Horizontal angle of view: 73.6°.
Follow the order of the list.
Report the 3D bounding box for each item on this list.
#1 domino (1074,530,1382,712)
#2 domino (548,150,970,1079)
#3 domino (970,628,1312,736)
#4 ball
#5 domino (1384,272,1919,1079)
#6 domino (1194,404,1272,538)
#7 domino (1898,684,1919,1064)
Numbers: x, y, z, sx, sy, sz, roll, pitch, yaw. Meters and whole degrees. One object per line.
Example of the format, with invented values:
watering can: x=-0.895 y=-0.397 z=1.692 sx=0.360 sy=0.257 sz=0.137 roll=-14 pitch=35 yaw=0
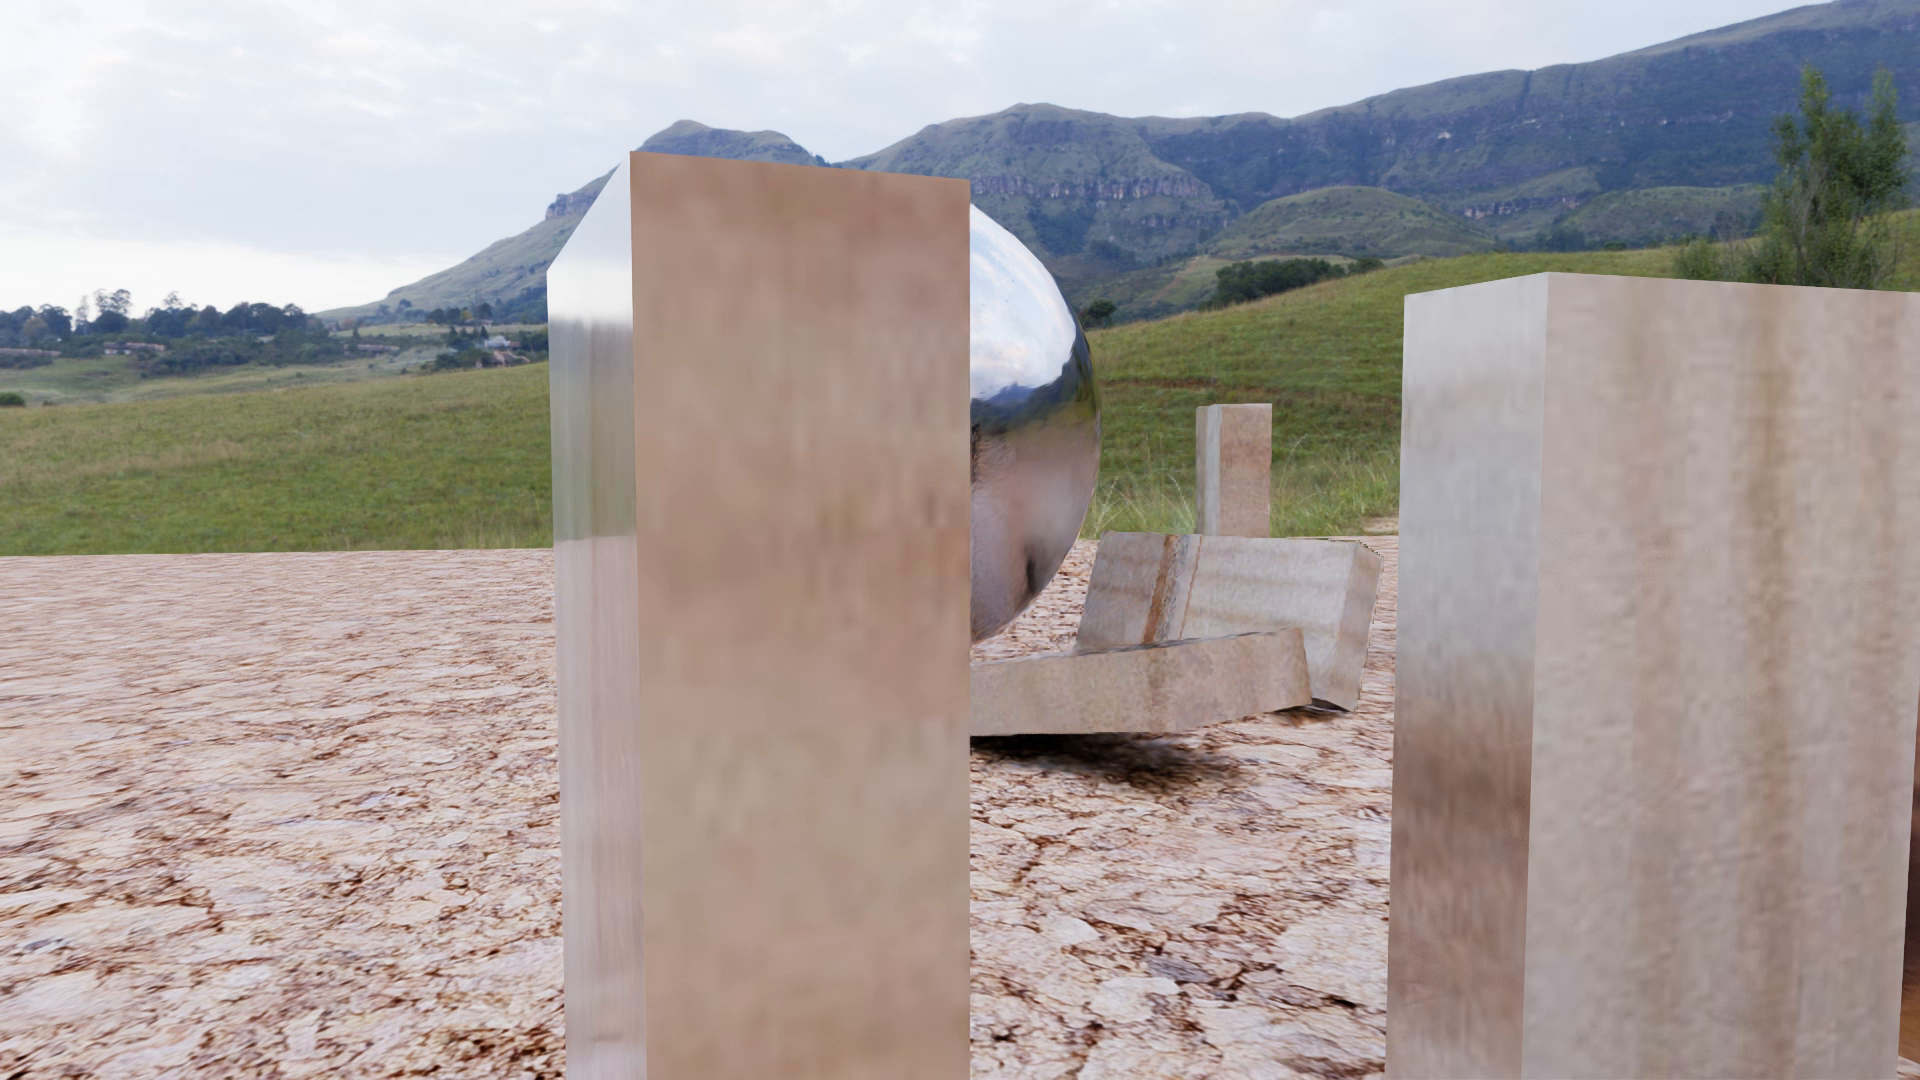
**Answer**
domino: x=0.044 y=0.013 z=0.217 sx=0.050 sy=0.025 sz=0.010 roll=3 pitch=-15 yaw=45
domino: x=-0.009 y=0.014 z=0.048 sx=0.010 sy=0.050 sz=0.025 roll=-2 pitch=5 yaw=-22
domino: x=0.019 y=0.020 z=0.173 sx=0.025 sy=0.010 sz=0.050 roll=-4 pitch=-5 yaw=-38
ball: x=-0.017 y=-0.018 z=0.206 sx=0.080 sy=0.080 sz=0.080 roll=0 pitch=4 yaw=0
domino: x=0.036 y=0.013 z=0.067 sx=0.025 sy=0.050 sz=0.009 roll=-2 pitch=5 yaw=-20
domino: x=0.054 y=-0.002 z=0.254 sx=0.010 sy=0.050 sz=0.025 roll=0 pitch=4 yaw=0
domino: x=0.073 y=0.011 z=0.082 sx=0.009 sy=0.050 sz=0.025 roll=-2 pitch=5 yaw=-22
